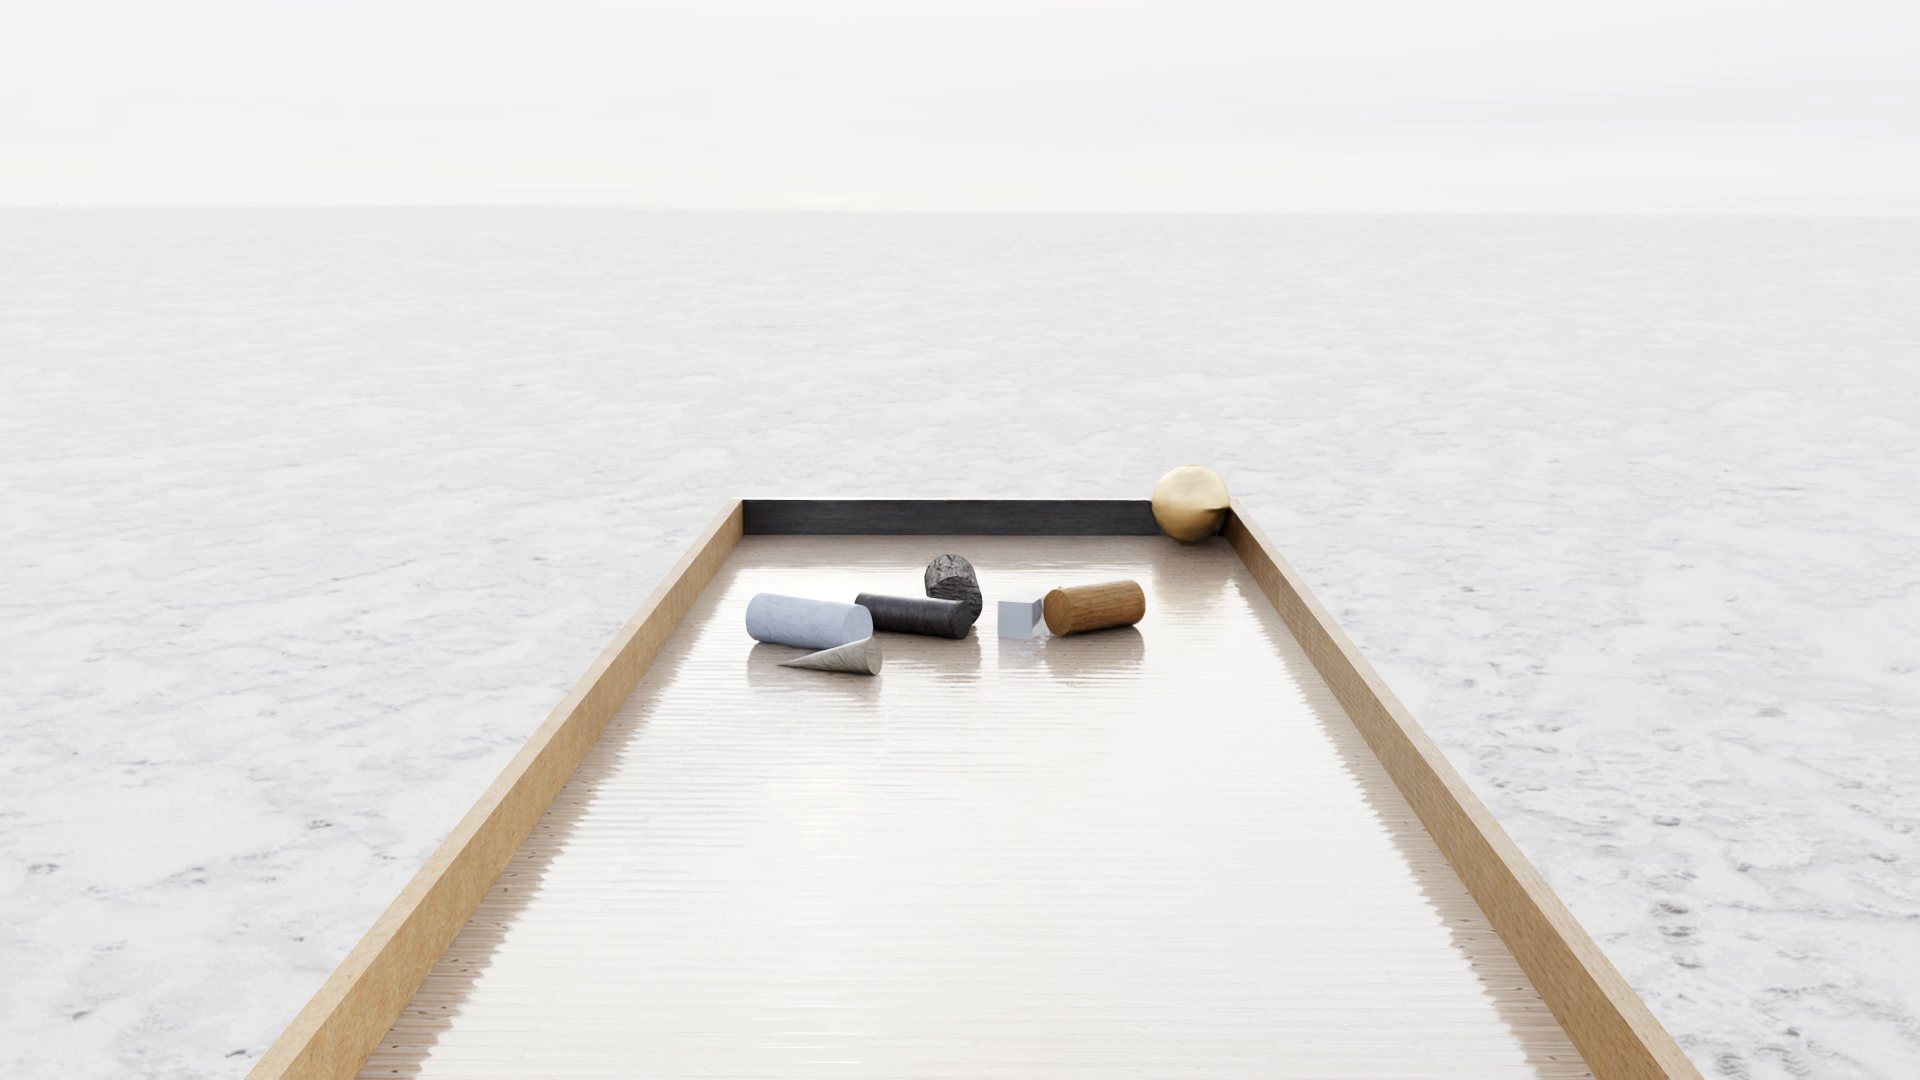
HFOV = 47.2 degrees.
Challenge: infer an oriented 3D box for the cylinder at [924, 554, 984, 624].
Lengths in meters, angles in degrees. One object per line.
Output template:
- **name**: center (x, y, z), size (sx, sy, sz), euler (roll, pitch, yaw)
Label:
- **cylinder**: center (-0.024, 0.171, 7.353), size (0.180, 0.180, 0.436), euler (0, 9, -3)

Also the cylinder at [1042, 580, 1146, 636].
- **cylinder**: center (0.438, 0.219, 7.146), size (0.309, 0.152, 0.152), euler (-6, 11, -35)

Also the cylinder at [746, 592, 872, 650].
- **cylinder**: center (-0.473, 0.260, 6.871), size (0.384, 0.156, 0.156), euler (6, 11, 34)

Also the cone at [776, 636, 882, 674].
- **cone**: center (-0.407, 0.360, 6.561), size (0.336, 0.113, 0.113), euler (-7, 6, 23)

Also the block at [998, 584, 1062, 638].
- **block**: center (0.229, 0.230, 7.184), size (0.117, 0.117, 0.332), euler (3, 10, 19)

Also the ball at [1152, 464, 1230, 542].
- **ball**: center (0.938, -0.148, 8.933), size (0.316, 0.316, 0.316), euler (0, 9, 0)

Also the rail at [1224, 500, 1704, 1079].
- **rail**: center (1.046, 0.843, 3.208), size (0.050, 0.150, 12.000), euler (0, 9, 1)

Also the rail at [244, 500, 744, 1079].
- **rail**: center (-1.004, 0.839, 3.234), size (0.050, 0.150, 12.000), euler (0, 9, 1)

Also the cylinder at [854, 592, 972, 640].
- **cylinder**: center (-0.155, 0.241, 7.099), size (0.376, 0.122, 0.122), euler (5, 10, 29)

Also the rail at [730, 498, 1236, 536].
- **rail**: center (0.099, -0.098, 9.147), size (2.100, 0.150, 0.050), euler (0, 9, 1)
